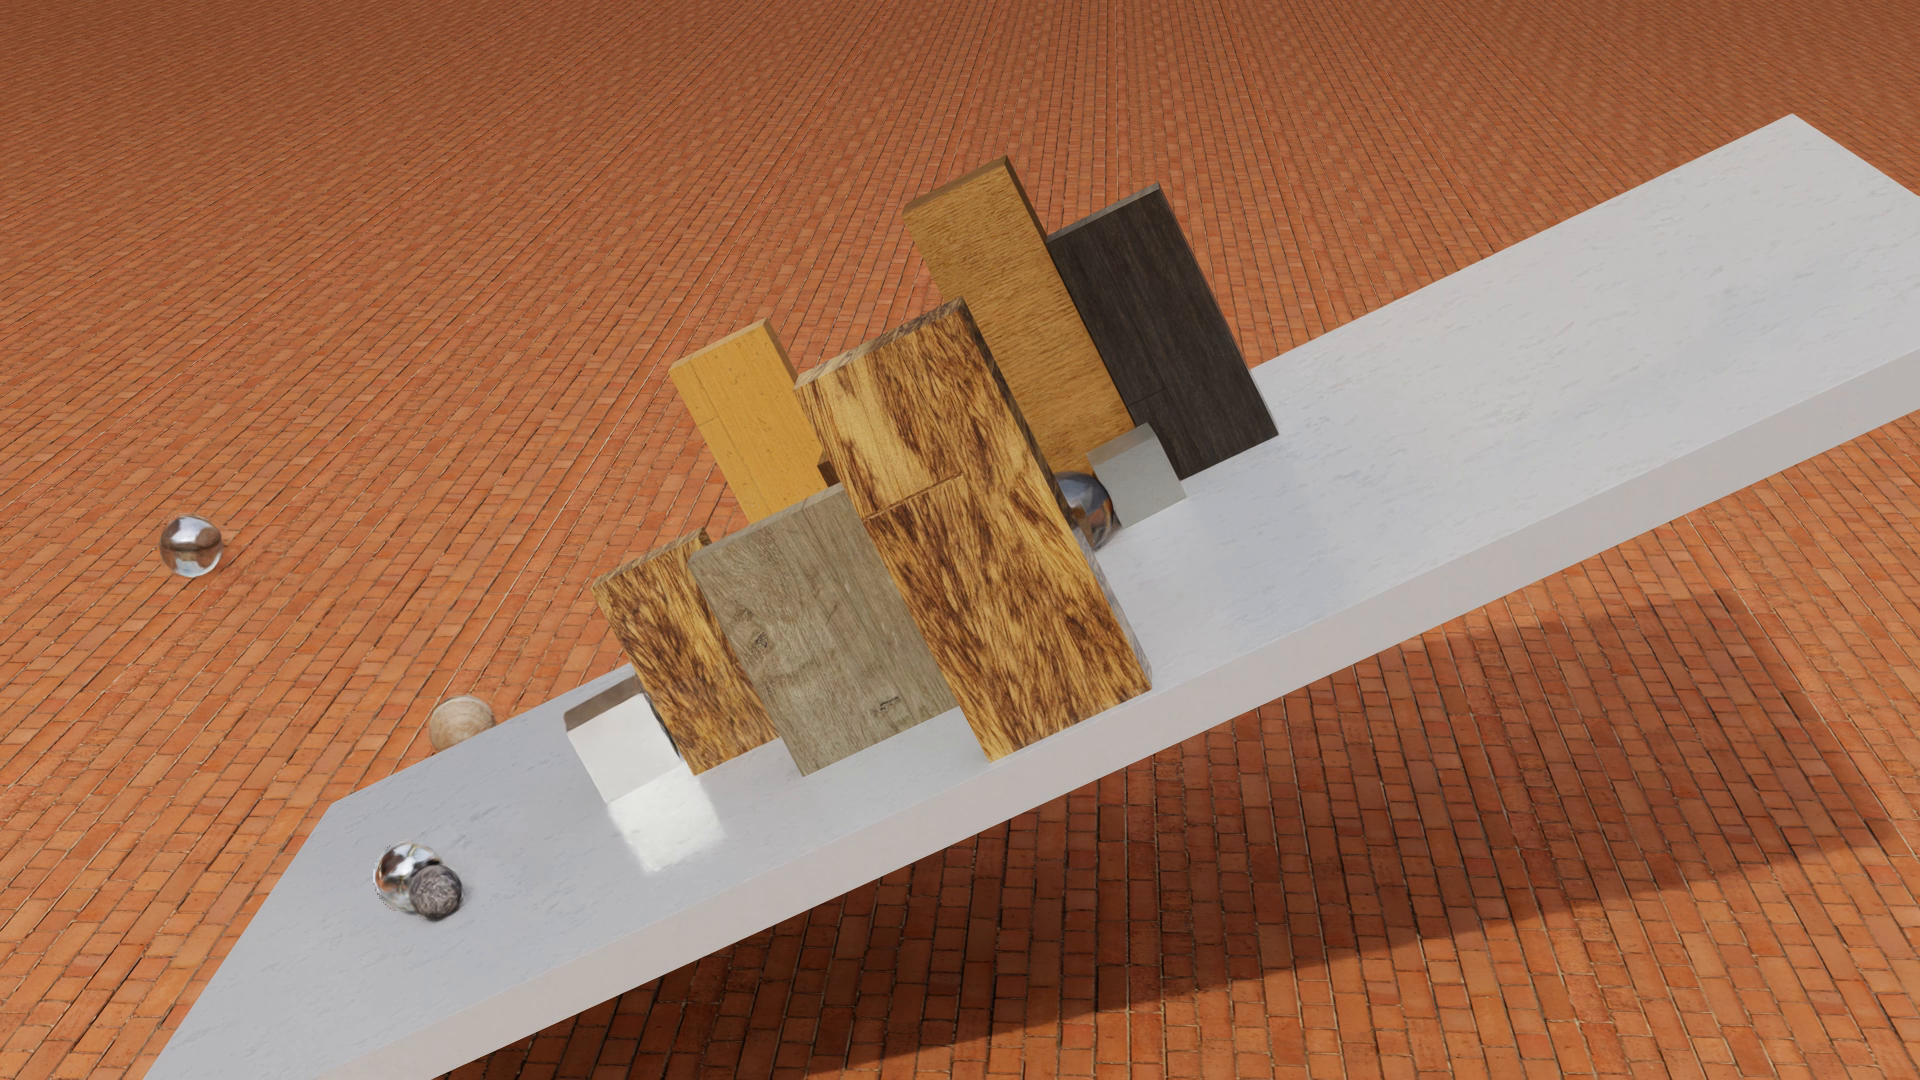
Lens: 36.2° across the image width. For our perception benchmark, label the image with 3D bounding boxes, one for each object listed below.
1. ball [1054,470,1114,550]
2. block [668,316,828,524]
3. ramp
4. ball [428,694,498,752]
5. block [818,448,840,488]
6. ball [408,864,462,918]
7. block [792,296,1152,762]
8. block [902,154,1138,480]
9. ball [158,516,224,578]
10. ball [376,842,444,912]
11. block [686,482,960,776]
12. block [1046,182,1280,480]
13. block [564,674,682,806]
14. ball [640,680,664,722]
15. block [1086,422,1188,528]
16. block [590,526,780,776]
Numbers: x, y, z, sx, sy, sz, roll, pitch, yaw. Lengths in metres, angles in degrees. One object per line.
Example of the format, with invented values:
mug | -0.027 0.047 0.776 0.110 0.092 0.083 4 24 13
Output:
ball | 0.236 -0.056 6.306 0.187 0.187 0.187 0 17 0
block | -0.419 -0.174 6.981 0.252 0.664 0.091 -25 14 10
ramp | 0.139 0.168 6.281 4.000 0.100 2.000 -25 14 10
ball | -1.367 0.519 8.090 0.187 0.187 0.187 0 17 0
block | -0.053 -0.053 6.298 0.326 0.446 0.148 -25 14 10
ball | -1.091 0.732 6.119 0.111 0.111 0.111 0 17 0
block | 0.029 -0.015 5.291 0.327 0.775 0.124 -25 14 10
block | 0.166 -0.439 6.553 0.252 0.794 0.143 -25 14 10
ball | -2.544 0.020 9.729 0.206 0.206 0.206 0 17 0
ball | -1.167 0.715 6.250 0.146 0.146 0.146 0 17 0
block | -0.261 0.173 5.770 0.352 0.489 0.080 -25 14 10
block | 0.446 -0.448 6.450 0.271 0.607 0.090 -25 14 10
block | -0.734 0.431 6.387 0.182 0.182 0.182 -29 14 -4
ball | -0.679 0.353 6.665 0.137 0.137 0.137 0 17 0
block | 0.383 -0.141 6.408 0.153 0.153 0.153 -27 14 3
block | -0.547 0.234 6.160 0.255 0.459 0.084 -25 14 10
